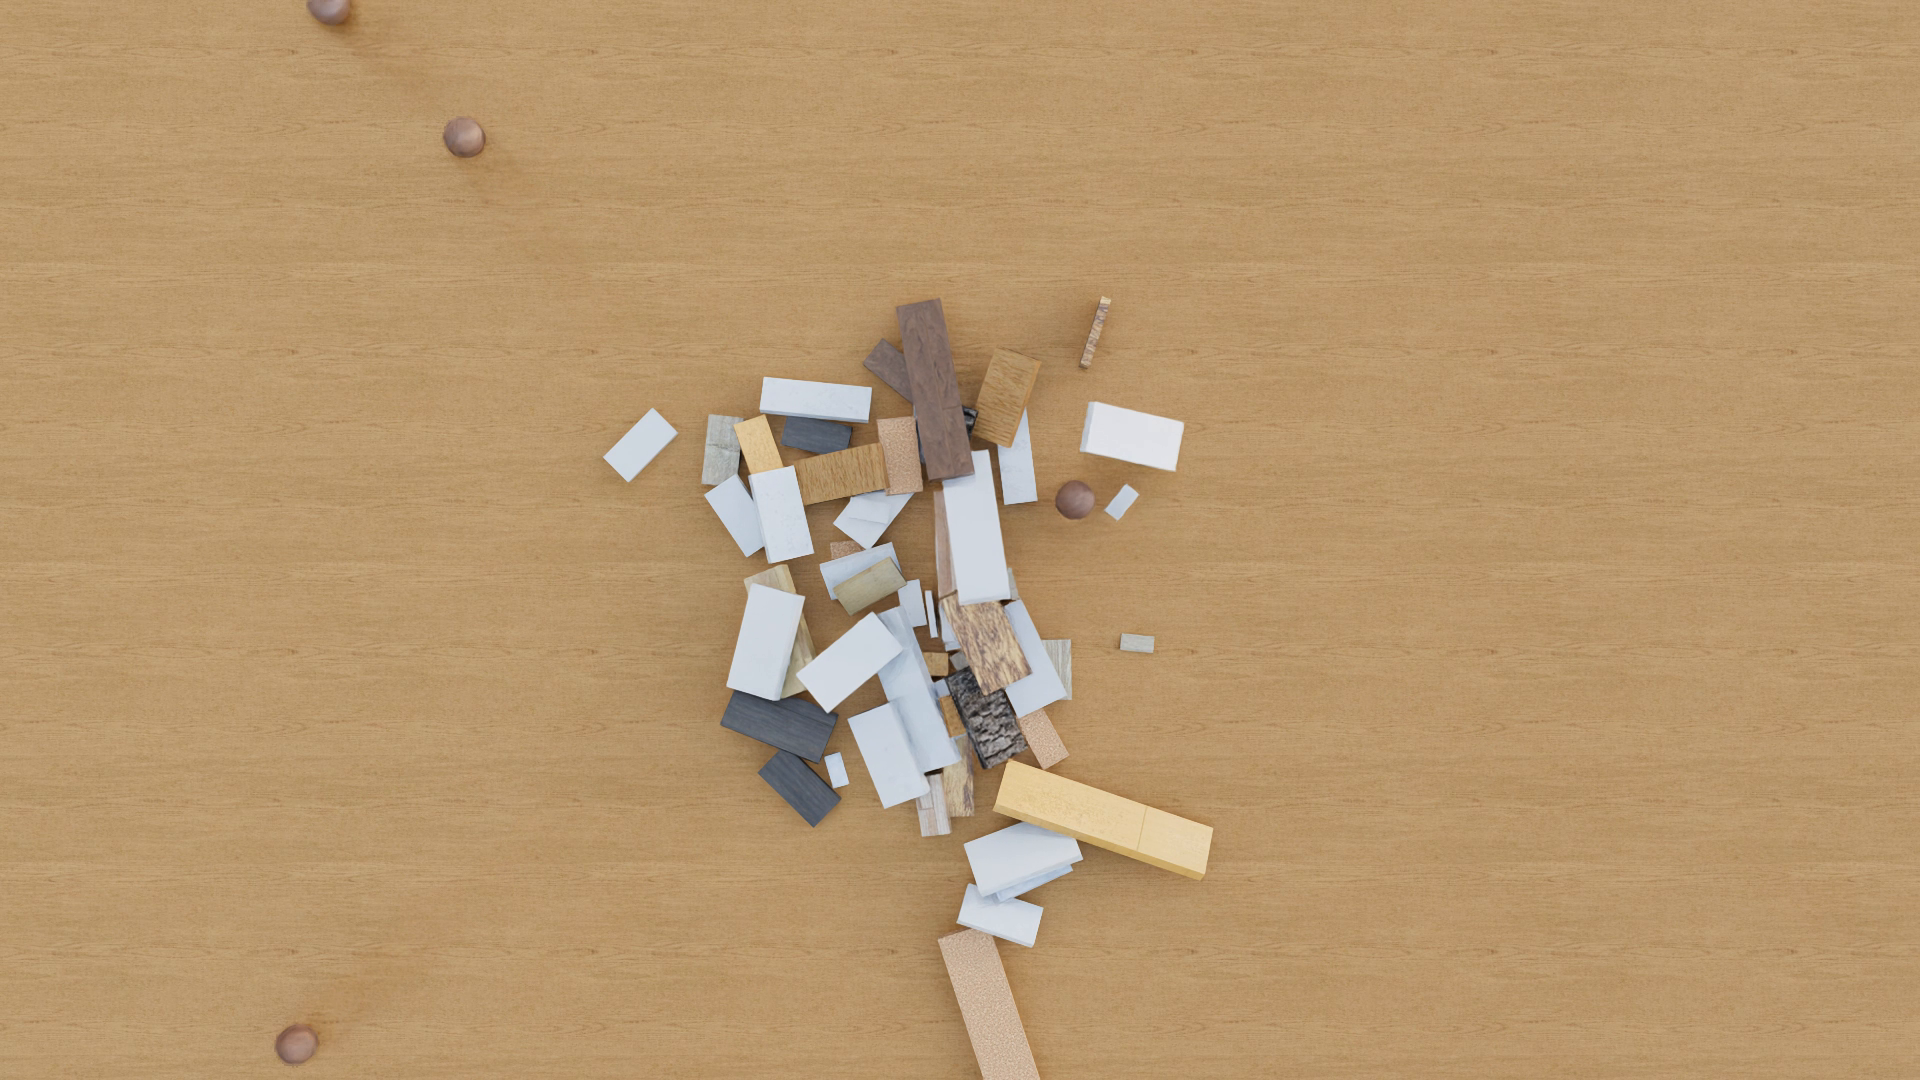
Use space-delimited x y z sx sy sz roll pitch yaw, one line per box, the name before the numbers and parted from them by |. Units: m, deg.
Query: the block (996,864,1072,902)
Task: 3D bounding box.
block | 0.228 1.086 5.459 0.261 0.037 0.131 -25 69 0

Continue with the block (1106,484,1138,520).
block | 0.539 -0.125 5.492 0.056 0.016 0.113 39 90 0

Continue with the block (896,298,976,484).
block | -0.082 -0.493 5.413 0.152 0.043 0.604 -11 77 0

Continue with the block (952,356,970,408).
block | -0.014 -0.514 5.486 0.096 0.027 0.193 0 90 0

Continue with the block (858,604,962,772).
block | -0.166 0.495 5.441 0.161 0.046 0.544 -21 90 29

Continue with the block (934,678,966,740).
block | -0.047 0.564 5.456 0.099 0.028 0.199 -26 87 6

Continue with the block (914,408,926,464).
block | -0.109 -0.351 5.464 0.096 0.027 0.193 2 90 31

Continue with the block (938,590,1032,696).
block | 0.084 0.311 5.349 0.175 0.049 0.349 -25 101 1

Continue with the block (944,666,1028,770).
block | 0.086 0.571 5.432 0.163 0.046 0.327 -24 93 -30

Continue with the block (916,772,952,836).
block | -0.092 0.878 5.470 0.099 0.028 0.199 -10 90 20

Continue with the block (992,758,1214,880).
block | 0.472 0.919 5.425 0.717 0.050 0.176 19 51 0

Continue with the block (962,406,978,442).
block | -0.014 -0.349 5.454 0.096 0.027 0.193 21 103 14

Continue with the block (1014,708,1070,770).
block | 0.270 0.650 5.486 0.100 0.028 0.206 -30 90 0

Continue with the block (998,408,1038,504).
block | 0.176 -0.342 5.484 0.110 0.031 0.439 -7 90 0

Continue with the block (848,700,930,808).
block | -0.234 0.709 5.451 0.161 0.046 0.321 -23 90 20

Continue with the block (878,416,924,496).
block | -0.198 -0.278 5.441 0.125 0.035 0.249 -7 87 -3

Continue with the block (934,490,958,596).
block | 0.010 0.011 5.403 0.175 0.049 0.349 -3 80 -2

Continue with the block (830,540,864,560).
block | -0.373 0.031 5.492 0.113 0.016 0.056 -6 89 0

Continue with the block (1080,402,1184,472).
block | 0.569 -0.340 5.428 0.327 0.046 0.163 11 90 -18

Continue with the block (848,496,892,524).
block | -0.299 -0.097 5.437 0.134 0.019 0.067 10 87 -2

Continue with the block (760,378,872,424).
block | -0.477 -0.463 5.467 0.360 0.033 0.116 6 72 0

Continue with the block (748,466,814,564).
block | -0.590 -0.084 5.435 0.148 0.042 0.297 -14 92 -20

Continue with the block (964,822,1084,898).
block | 0.208 1.026 5.430 0.353 0.050 0.176 -21 58 1

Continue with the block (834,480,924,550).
block | -0.270 -0.125 5.470 0.149 0.042 0.297 38 87 0

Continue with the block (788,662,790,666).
block | -0.611 0.386 5.411 0.110 0.016 0.055 -4 88 20

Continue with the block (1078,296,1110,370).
block | 0.444 -0.682 5.445 0.031 0.110 0.229 18 90 0

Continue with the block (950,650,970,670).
block | 0.027 0.431 5.491 0.067 0.019 0.134 -32 90 0

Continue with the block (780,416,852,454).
block | -0.476 -0.346 5.484 0.220 0.031 0.110 13 90 0

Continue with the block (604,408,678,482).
block | -1.060 -0.315 5.484 0.116 0.033 0.231 45 90 0

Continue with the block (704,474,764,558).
block | -0.722 -0.082 5.461 0.125 0.035 0.249 -33 96 8

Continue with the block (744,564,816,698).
block | -0.578 0.301 5.431 0.148 0.042 0.415 -21 83 18

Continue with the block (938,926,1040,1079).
block | 0.110 1.601 5.475 0.175 0.049 0.647 -18 90 0

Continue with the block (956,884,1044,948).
block | 0.132 1.240 5.451 0.261 0.037 0.131 18 59 0

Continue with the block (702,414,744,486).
block | -0.787 -0.296 5.484 0.116 0.033 0.231 6 90 0

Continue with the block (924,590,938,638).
block | -0.095 0.244 5.462 0.022 0.076 0.153 -8 90 0

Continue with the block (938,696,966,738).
block | -0.020 0.575 5.410 0.067 0.019 0.134 -15 88 -30

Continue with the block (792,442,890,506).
block | -0.391 -0.216 5.434 0.303 0.043 0.152 -11 90 17

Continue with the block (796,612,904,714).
block | -0.358 0.397 5.357 0.321 0.046 0.161 -40 86 -9

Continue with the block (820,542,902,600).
block | -0.325 0.103 5.453 0.249 0.035 0.125 -17 120 0

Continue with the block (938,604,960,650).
block | -0.022 0.284 5.465 0.077 0.022 0.154 -10 91 -3

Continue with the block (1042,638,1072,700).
block | 0.319 0.431 5.486 0.100 0.028 0.200 -1 90 0

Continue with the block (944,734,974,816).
block | -0.007 0.731 5.486 0.099 0.028 0.374 -2 90 0

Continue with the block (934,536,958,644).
block | 0.016 0.157 5.428 0.175 0.049 0.349 -4 80 -3

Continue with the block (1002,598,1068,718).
block | 0.198 0.390 5.453 0.176 0.050 0.353 -26 85 5

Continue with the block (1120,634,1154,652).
block | 0.590 0.343 5.492 0.110 0.016 0.055 6 90 0

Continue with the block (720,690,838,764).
block | -0.597 0.595 5.455 0.349 0.049 0.175 22 76 0

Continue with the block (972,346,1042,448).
block | 0.144 -0.472 5.432 0.152 0.043 0.303 22 99 17

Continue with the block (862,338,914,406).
block | -0.205 -0.560 5.484 0.220 0.031 0.110 39 90 0

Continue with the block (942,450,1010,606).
block | 0.046 -0.043 5.332 0.163 0.046 0.505 -8 69 -1

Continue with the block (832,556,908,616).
block | -0.297 0.153 5.447 0.220 0.031 0.110 -29 119 7

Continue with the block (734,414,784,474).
block | -0.663 -0.294 5.465 0.110 0.031 0.220 -20 95 -12

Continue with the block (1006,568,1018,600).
block | 0.164 0.143 5.400 0.028 0.200 0.100 -15 90 0

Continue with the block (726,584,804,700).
block | -0.635 0.332 5.388 0.175 0.049 0.349 14 90 21

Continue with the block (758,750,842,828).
block | -0.533 0.816 5.482 0.261 0.037 0.131 44 90 0

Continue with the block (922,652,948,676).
block | -0.116 0.412 5.489 0.153 0.022 0.076 2 90 0

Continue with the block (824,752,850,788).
block | -0.410 0.766 5.492 0.055 0.016 0.110 -16 90 0

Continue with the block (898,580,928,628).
block | -0.160 0.212 5.489 0.076 0.022 0.153 -10 90 0
